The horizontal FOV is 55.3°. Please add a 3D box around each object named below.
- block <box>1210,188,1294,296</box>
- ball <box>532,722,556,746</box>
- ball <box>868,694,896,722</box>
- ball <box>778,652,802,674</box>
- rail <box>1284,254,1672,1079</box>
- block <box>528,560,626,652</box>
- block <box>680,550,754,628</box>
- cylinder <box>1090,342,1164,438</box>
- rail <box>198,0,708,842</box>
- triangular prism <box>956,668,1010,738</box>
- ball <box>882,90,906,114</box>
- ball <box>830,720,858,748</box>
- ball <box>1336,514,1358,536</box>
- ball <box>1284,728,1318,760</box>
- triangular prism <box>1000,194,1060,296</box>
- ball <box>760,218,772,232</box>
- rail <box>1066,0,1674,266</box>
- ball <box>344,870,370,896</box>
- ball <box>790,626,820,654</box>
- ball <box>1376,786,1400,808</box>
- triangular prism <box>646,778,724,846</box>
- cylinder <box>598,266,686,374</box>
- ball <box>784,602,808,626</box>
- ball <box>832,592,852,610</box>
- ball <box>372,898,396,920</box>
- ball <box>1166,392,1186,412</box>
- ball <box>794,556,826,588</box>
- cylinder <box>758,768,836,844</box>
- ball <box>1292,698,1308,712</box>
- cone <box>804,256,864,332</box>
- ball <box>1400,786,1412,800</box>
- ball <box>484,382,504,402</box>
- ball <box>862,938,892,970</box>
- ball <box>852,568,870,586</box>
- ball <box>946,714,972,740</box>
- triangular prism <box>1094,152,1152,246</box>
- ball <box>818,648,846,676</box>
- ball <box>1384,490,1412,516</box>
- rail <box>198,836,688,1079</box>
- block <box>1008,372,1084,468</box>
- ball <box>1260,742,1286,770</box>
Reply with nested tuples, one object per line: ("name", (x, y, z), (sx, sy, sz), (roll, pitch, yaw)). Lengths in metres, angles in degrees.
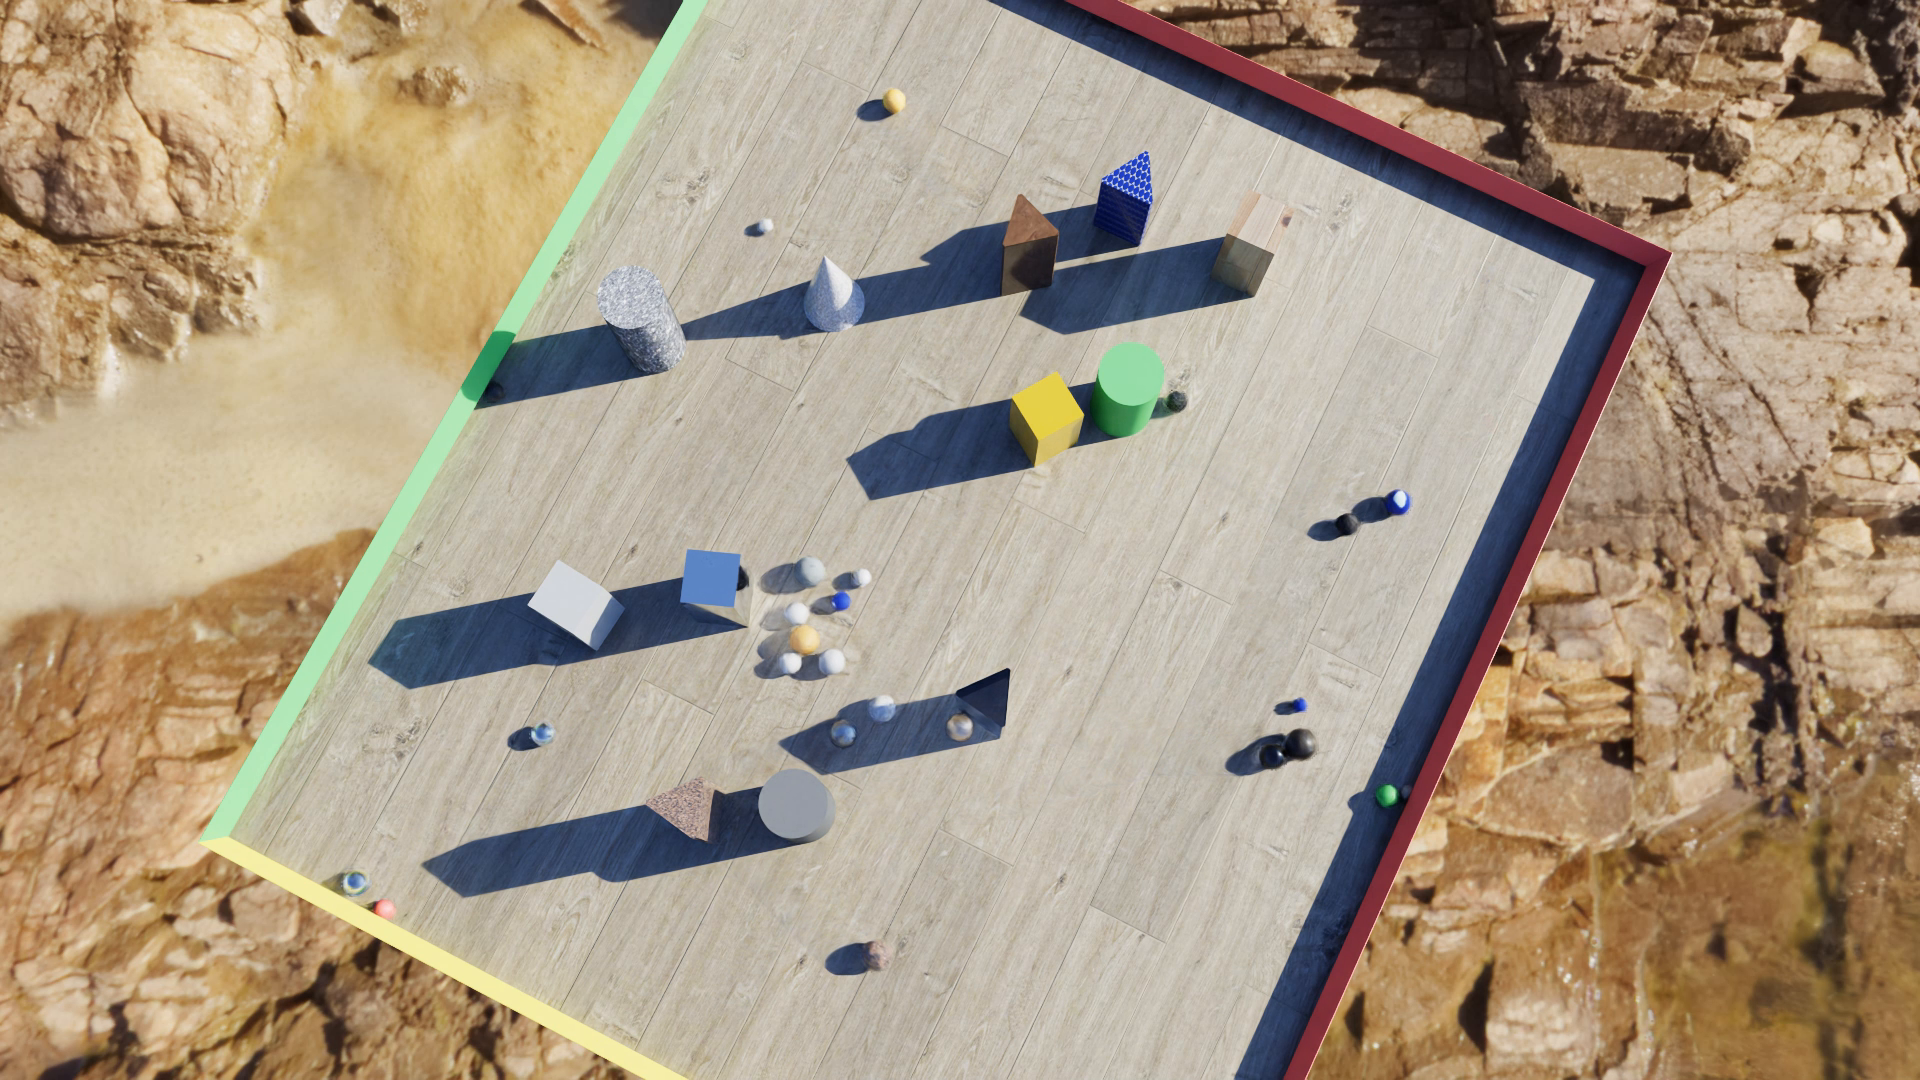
("block", (0.891, -0.904, 5.608), (0.155, 0.383, 0.155), (25, 79, 5))
("ball", (-1.241, 0.578, 5.461), (0.069, 0.069, 0.069), (0, 78, 0))
("ball", (-0.233, 0.503, 5.470), (0.083, 0.083, 0.083), (0, 78, 0))
("ball", (-0.510, 0.369, 5.506), (0.067, 0.067, 0.067), (0, 78, 0))
("rail", (1.385, 0.685, 5.410), (0.045, 0.126, 3.589), (26, 80, 5))
("block", (-1.124, 0.196, 5.394), (0.155, 0.357, 0.155), (31, 80, 6))
("block", (-0.711, 0.145, 5.400), (0.155, 0.365, 0.155), (6, 78, 1))
("cylinder", (0.501, -0.450, 5.527), (0.194, 0.357, 0.194), (0, 78, 0))
("rail", (-1.385, -0.671, 5.690), (0.045, 0.126, 3.589), (26, 80, 5))
("triangular prism", (0.098, 0.456, 5.350), (0.168, 0.338, 0.145), (35, 80, 7))
("ball", (-0.211, -1.405, 5.869), (0.074, 0.074, 0.074), (0, 78, 0))
("ball", (-0.347, 0.578, 5.454), (0.085, 0.085, 0.085), (0, 78, 0))
("ball", (1.182, -0.048, 5.592), (0.068, 0.068, 0.068), (0, 78, 0))
("ball", (1.011, 0.607, 5.442), (0.097, 0.097, 0.097), (0, 78, 0))
("triangular prism", (0.192, -0.902, 5.579), (0.168, 0.440, 0.145), (-13, 79, -3))
("ball", (-0.614, -0.995, 5.800), (0.044, 0.044, 0.044), (0, 78, 0))
("rail", (0.792, -1.544, 5.871), (3.144, 0.126, 0.045), (26, 80, 5))
("ball", (-1.767, 1.003, 5.370), (0.076, 0.076, 0.076), (0, 78, 0))
("ball", (-0.466, 0.300, 5.509), (0.088, 0.088, 0.088), (0, 78, 0))
("ball", (1.267, 0.760, 5.425), (0.067, 0.067, 0.067), (0, 78, 0))
("triangular prism", (-0.746, 0.752, 5.222), (0.168, 0.468, 0.145), (35, 80, 7))
("cylinder", (-0.955, -0.659, 5.525), (0.194, 0.446, 0.194), (0, 78, 0))
("ball", (-0.493, 0.222, 5.534), (0.072, 0.072, 0.072), (0, 78, 0))
("ball", (-0.359, 0.185, 5.549), (0.058, 0.058, 0.058), (0, 78, 0))
("ball", (-1.685, 1.082, 5.360), (0.063, 0.063, 0.063), (0, 78, 0))
("ball", (0.669, -0.426, 5.671), (0.065, 0.065, 0.065), (0, 78, 0))
("ball", (-0.455, 0.096, 5.549), (0.094, 0.094, 0.094), (0, 78, 0))
("cylinder", (-0.465, 0.770, 5.279), (0.194, 0.349, 0.194), (0, 78, 0))
("ball", (1.018, 0.494, 5.492), (0.044, 0.044, 0.044), (0, 78, 0))
("cone", (-0.397, -0.790, 5.564), (0.194, 0.422, 0.194), (0, 78, 0))
("ball", (1.327, 0.751, 5.437), (0.047, 0.047, 0.047), (0, 78, 0))
("ball", (-1.446, -0.460, 5.680), (0.061, 0.061, 0.061), (0, 78, 0))
("ball", (-0.242, 1.205, 5.321), (0.090, 0.090, 0.090), (0, 78, 0))
("ball", (-0.299, 0.113, 5.564), (0.057, 0.057, 0.057), (0, 78, 0))
("ball", (-0.004, 0.556, 5.460), (0.081, 0.081, 0.081), (0, 78, 0))
("triangular prism", (0.530, -1.067, 5.659), (0.168, 0.349, 0.145), (26, 80, 5))
("ball", (-0.384, 0.366, 5.500), (0.080, 0.080, 0.080), (0, 78, 0))
("ball", (1.337, -0.114, 5.600), (0.080, 0.080, 0.080), (0, 78, 0))
("rail", (-0.792, 1.557, 5.229), (3.144, 0.126, 0.045), (26, 80, 5))
("block", (0.257, -0.360, 5.527), (0.155, 0.322, 0.155), (-30, 80, -6))
("ball", (0.929, 0.642, 5.443), (0.080, 0.080, 0.080), (0, 78, 0))
